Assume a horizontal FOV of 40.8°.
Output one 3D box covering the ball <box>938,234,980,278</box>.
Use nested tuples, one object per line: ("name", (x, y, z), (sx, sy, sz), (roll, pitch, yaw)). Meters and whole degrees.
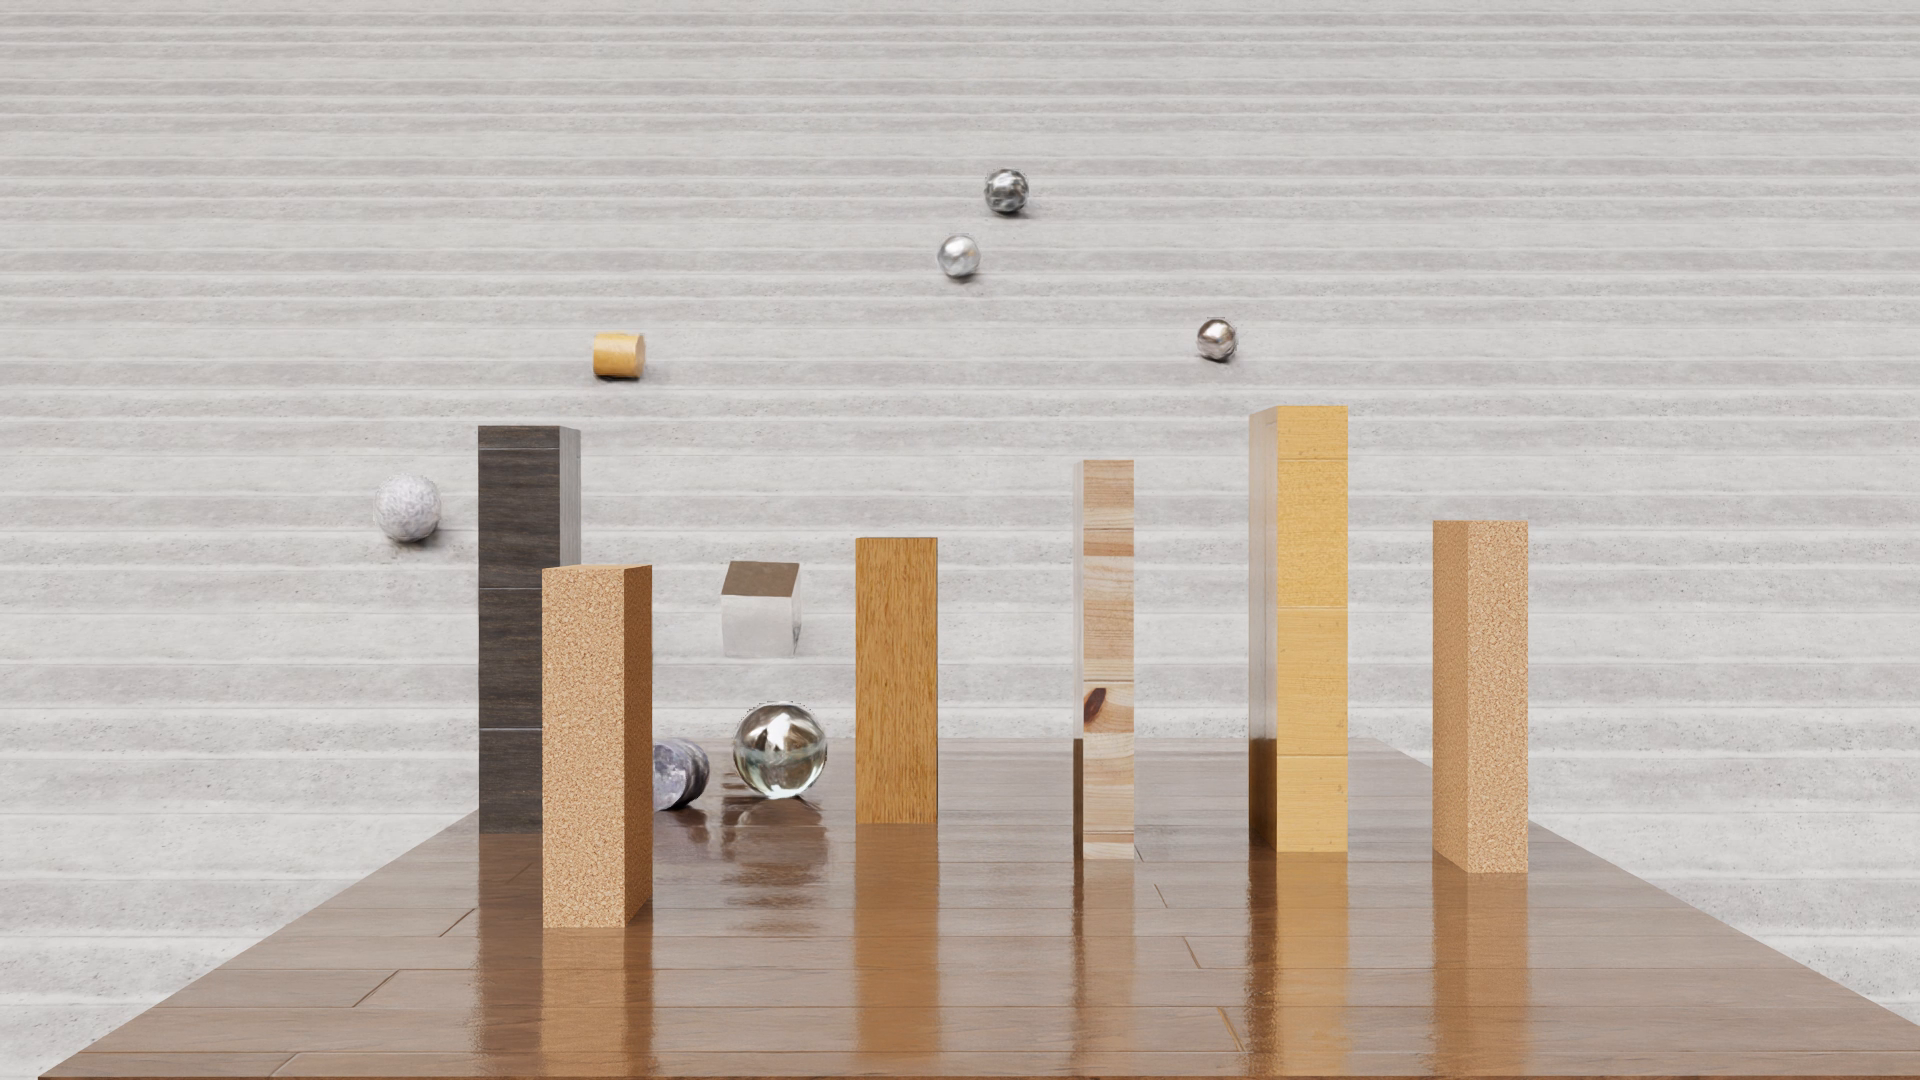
("ball", (-0.003, -1.043, 9.493), (0.159, 0.159, 0.159), (0, 28, 0))

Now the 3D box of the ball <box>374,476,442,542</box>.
("ball", (-1.644, -0.092, 7.701), (0.197, 0.197, 0.197), (0, 28, 0))

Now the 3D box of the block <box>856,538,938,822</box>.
("block", (-0.118, 0.259, 4.927), (0.150, 0.526, 0.296), (0, 1, 0))

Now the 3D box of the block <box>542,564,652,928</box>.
("block", (-0.520, 0.286, 3.730), (0.113, 0.495, 0.331), (0, 1, 0))

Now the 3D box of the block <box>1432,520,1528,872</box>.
("block", (0.855, 0.248, 4.260), (0.096, 0.560, 0.304), (0, 1, 0))

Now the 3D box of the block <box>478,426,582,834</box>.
("block", (-0.788, 0.159, 4.751), (0.146, 0.730, 0.262), (0, 1, 0))

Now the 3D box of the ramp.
("ramp", (0.064, 0.575, 4.618), (2.000, 0.100, 4.000), (0, 1, 0))

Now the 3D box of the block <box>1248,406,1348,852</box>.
("block", (0.595, 0.148, 4.579), (0.119, 0.754, 0.425), (0, 1, 0))

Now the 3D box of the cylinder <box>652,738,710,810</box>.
("cylinder", (-0.571, 0.458, 5.047), (0.128, 0.128, 0.128), (8, 3, 15))

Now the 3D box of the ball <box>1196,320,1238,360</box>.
("ball", (0.879, -0.687, 8.857), (0.140, 0.140, 0.140), (0, 28, 0))

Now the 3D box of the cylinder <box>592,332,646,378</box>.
("cylinder", (-1.153, -0.624, 8.735), (0.145, 0.145, 0.145), (3, 29, 7))

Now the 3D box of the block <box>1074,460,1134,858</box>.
("block", (0.246, 0.196, 4.462), (0.084, 0.660, 0.377), (0, 1, 0))

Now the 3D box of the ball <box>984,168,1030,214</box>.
("ball", (0.182, -1.354, 10.049), (0.176, 0.176, 0.176), (0, 28, 0))

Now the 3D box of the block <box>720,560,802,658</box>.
("block", (-0.550, 0.193, 7.177), (0.195, 0.195, 0.195), (2, 29, 3))

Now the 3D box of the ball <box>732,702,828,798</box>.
("ball", (-0.363, 0.424, 5.216), (0.191, 0.191, 0.191), (0, 28, 0))
